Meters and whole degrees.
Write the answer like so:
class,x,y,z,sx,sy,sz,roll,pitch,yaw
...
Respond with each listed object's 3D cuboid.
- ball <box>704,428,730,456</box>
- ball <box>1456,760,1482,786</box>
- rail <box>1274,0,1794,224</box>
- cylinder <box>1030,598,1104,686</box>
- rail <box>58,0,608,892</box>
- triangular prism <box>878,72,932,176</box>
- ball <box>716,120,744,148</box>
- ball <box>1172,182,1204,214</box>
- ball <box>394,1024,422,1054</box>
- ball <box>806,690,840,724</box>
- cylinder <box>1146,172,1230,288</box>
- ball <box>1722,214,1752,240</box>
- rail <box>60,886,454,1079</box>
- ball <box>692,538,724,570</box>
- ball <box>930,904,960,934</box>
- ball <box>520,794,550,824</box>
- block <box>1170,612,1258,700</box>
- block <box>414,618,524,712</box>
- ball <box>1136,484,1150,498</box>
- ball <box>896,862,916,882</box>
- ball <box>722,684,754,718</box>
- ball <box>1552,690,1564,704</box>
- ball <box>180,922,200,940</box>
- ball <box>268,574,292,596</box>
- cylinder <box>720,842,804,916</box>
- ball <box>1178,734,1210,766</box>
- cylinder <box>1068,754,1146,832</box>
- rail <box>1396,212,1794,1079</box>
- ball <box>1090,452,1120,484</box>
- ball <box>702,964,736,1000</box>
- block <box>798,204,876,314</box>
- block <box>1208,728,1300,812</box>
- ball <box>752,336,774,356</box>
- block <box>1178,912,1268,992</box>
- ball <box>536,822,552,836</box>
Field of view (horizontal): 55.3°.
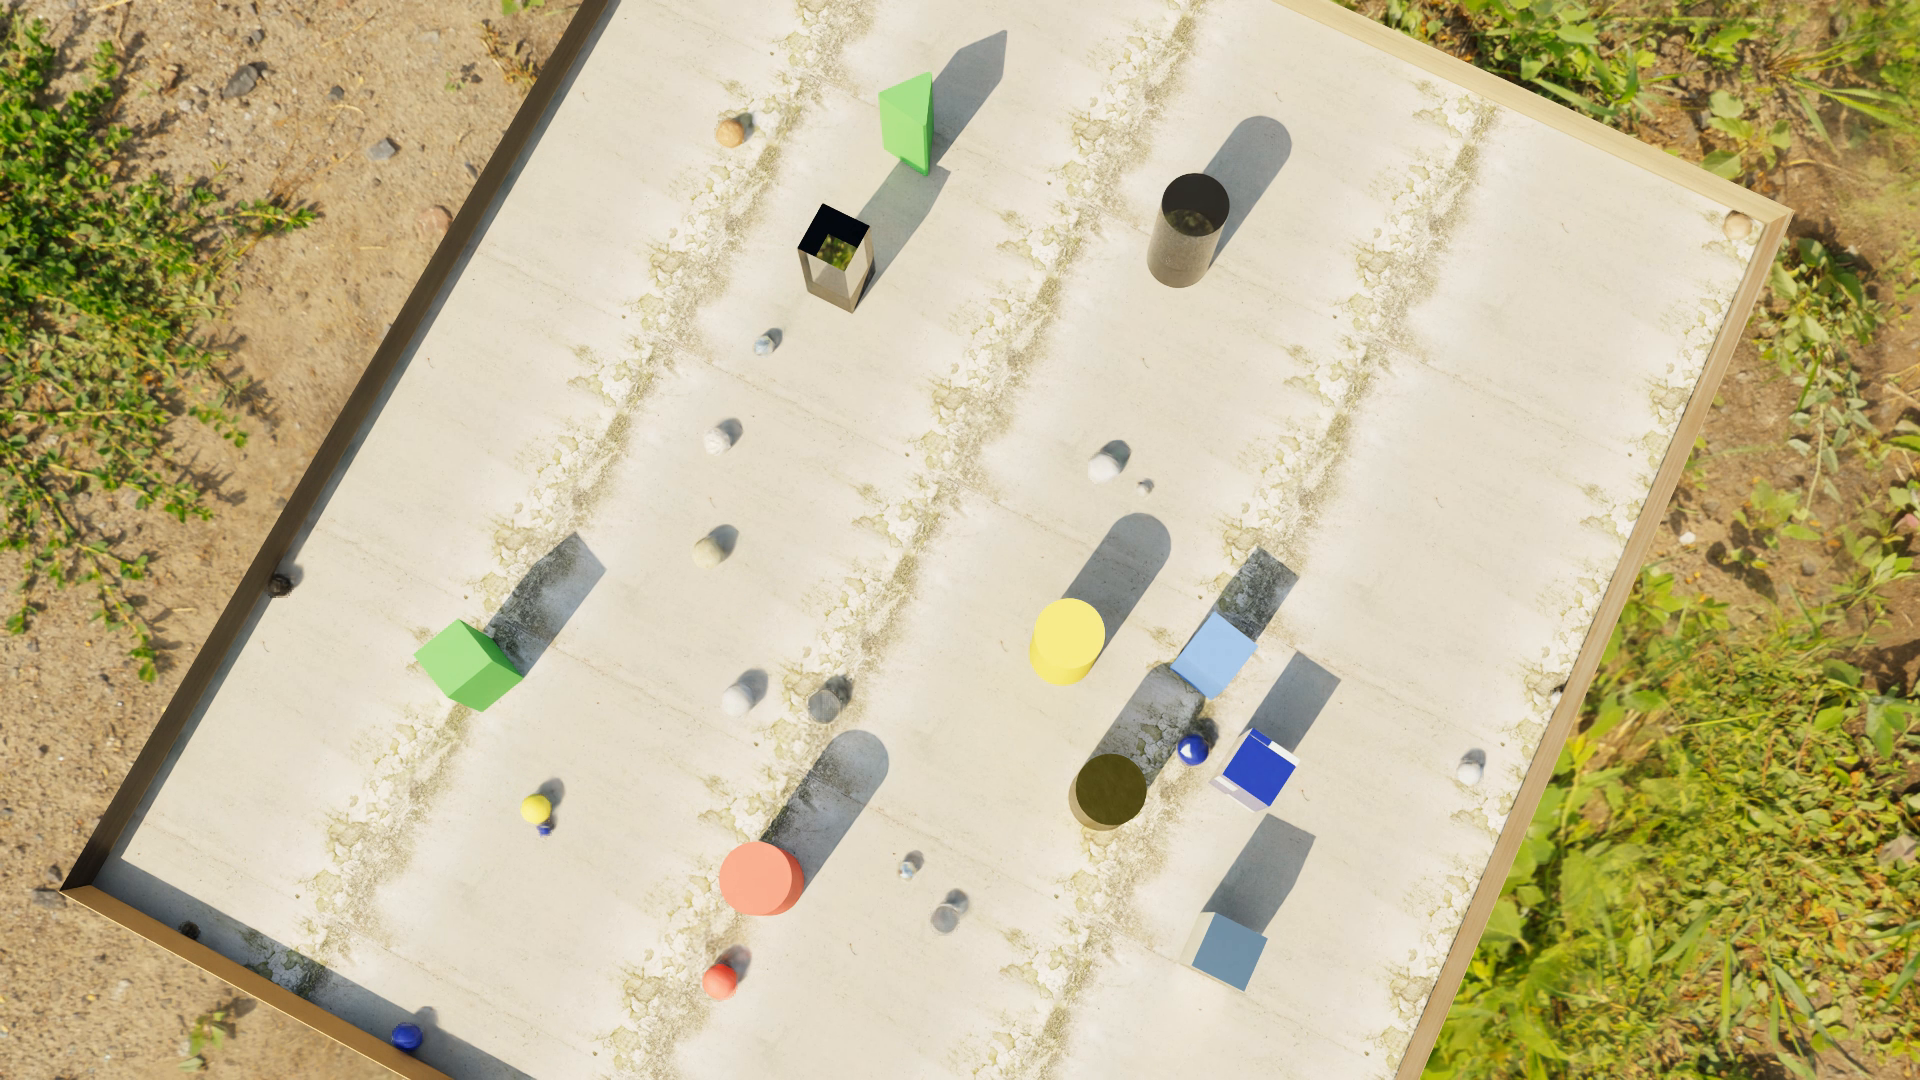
class,x,y,z,sx,sy,sz,roll,pitch,yaw
ball,-0.747,-0.302,5.637,0.083,0.083,0.083,0,78,0
ball,1.511,0.691,5.436,0.074,0.074,0.074,0,78,0
rail,0.925,-1.805,5.923,3.714,0.130,0.045,26,80,5
cylinder,0.309,0.302,5.357,0.200,0.386,0.200,0,78,0
rail,-1.640,-0.796,5.714,0.045,0.130,4.184,26,80,5
triangular prism,-0.132,-1.310,5.691,0.173,0.386,0.150,35,80,7
ball,-0.730,-1.295,5.839,0.089,0.089,0.089,0,78,0
ball,0.722,-1.080,5.789,0.100,0.100,0.100,0,78,0
ball,-1.590,1.435,5.278,0.082,0.082,0.082,0,78,0
ball,-0.407,0.498,5.463,0.099,0.099,0.099,0,78,0
cylinder,0.690,-0.937,5.584,0.200,0.444,0.200,0,78,0
ball,2.452,-0.986,5.777,0.085,0.085,0.085,0,78,0
rail,-0.925,1.818,5.173,3.714,0.130,0.045,26,80,5
ball,-0.765,0.043,5.559,0.096,0.096,0.096,0,78,0
ball,-0.043,1.107,5.345,0.083,0.083,0.083,0,78,0
ball,-1.252,0.793,5.409,0.086,0.086,0.086,0,78,0
block,0.744,0.345,5.395,0.160,0.294,0.160,38,81,7
block,-1.428,0.370,5.344,0.160,0.384,0.160,-40,81,-8
ball,0.562,-0.151,5.626,0.044,0.044,0.044,0,78,0
ball,-0.158,0.975,5.385,0.058,0.058,0.058,0,78,0
ball,-0.662,0.479,5.467,0.099,0.099,0.099,0,78,0
ball,1.796,0.472,5.498,0.041,0.041,0.041,0,78,0
ball,-2.250,1.145,5.353,0.053,0.053,0.053,0,78,0
ball,-2.062,0.137,5.553,0.070,0.070,0.070,0,78,0
cylinder,-0.560,0.967,5.212,0.200,0.401,0.200,0,78,0
ball,0.694,0.623,5.440,0.093,0.093,0.093,0,78,0
cylinder,0.422,0.731,5.285,0.200,0.353,0.200,0,78,0
rail,1.640,0.810,5.382,0.045,0.130,4.184,26,80,5
ball,0.443,-0.221,5.614,0.094,0.094,0.094,0,78,0
ball,-0.695,1.278,5.302,0.099,0.099,0.099,0,78,0
block,-0.373,-0.855,5.597,0.160,0.386,0.160,27,80,5
block,0.850,0.672,5.321,0.160,0.307,0.160,34,80,7
ball,-0.614,-0.604,5.708,0.066,0.066,0.066,0,78,0
block,0.742,1.167,5.203,0.160,0.337,0.160,26,79,5
ball,-1.229,0.852,5.419,0.042,0.042,0.042,0,78,0
